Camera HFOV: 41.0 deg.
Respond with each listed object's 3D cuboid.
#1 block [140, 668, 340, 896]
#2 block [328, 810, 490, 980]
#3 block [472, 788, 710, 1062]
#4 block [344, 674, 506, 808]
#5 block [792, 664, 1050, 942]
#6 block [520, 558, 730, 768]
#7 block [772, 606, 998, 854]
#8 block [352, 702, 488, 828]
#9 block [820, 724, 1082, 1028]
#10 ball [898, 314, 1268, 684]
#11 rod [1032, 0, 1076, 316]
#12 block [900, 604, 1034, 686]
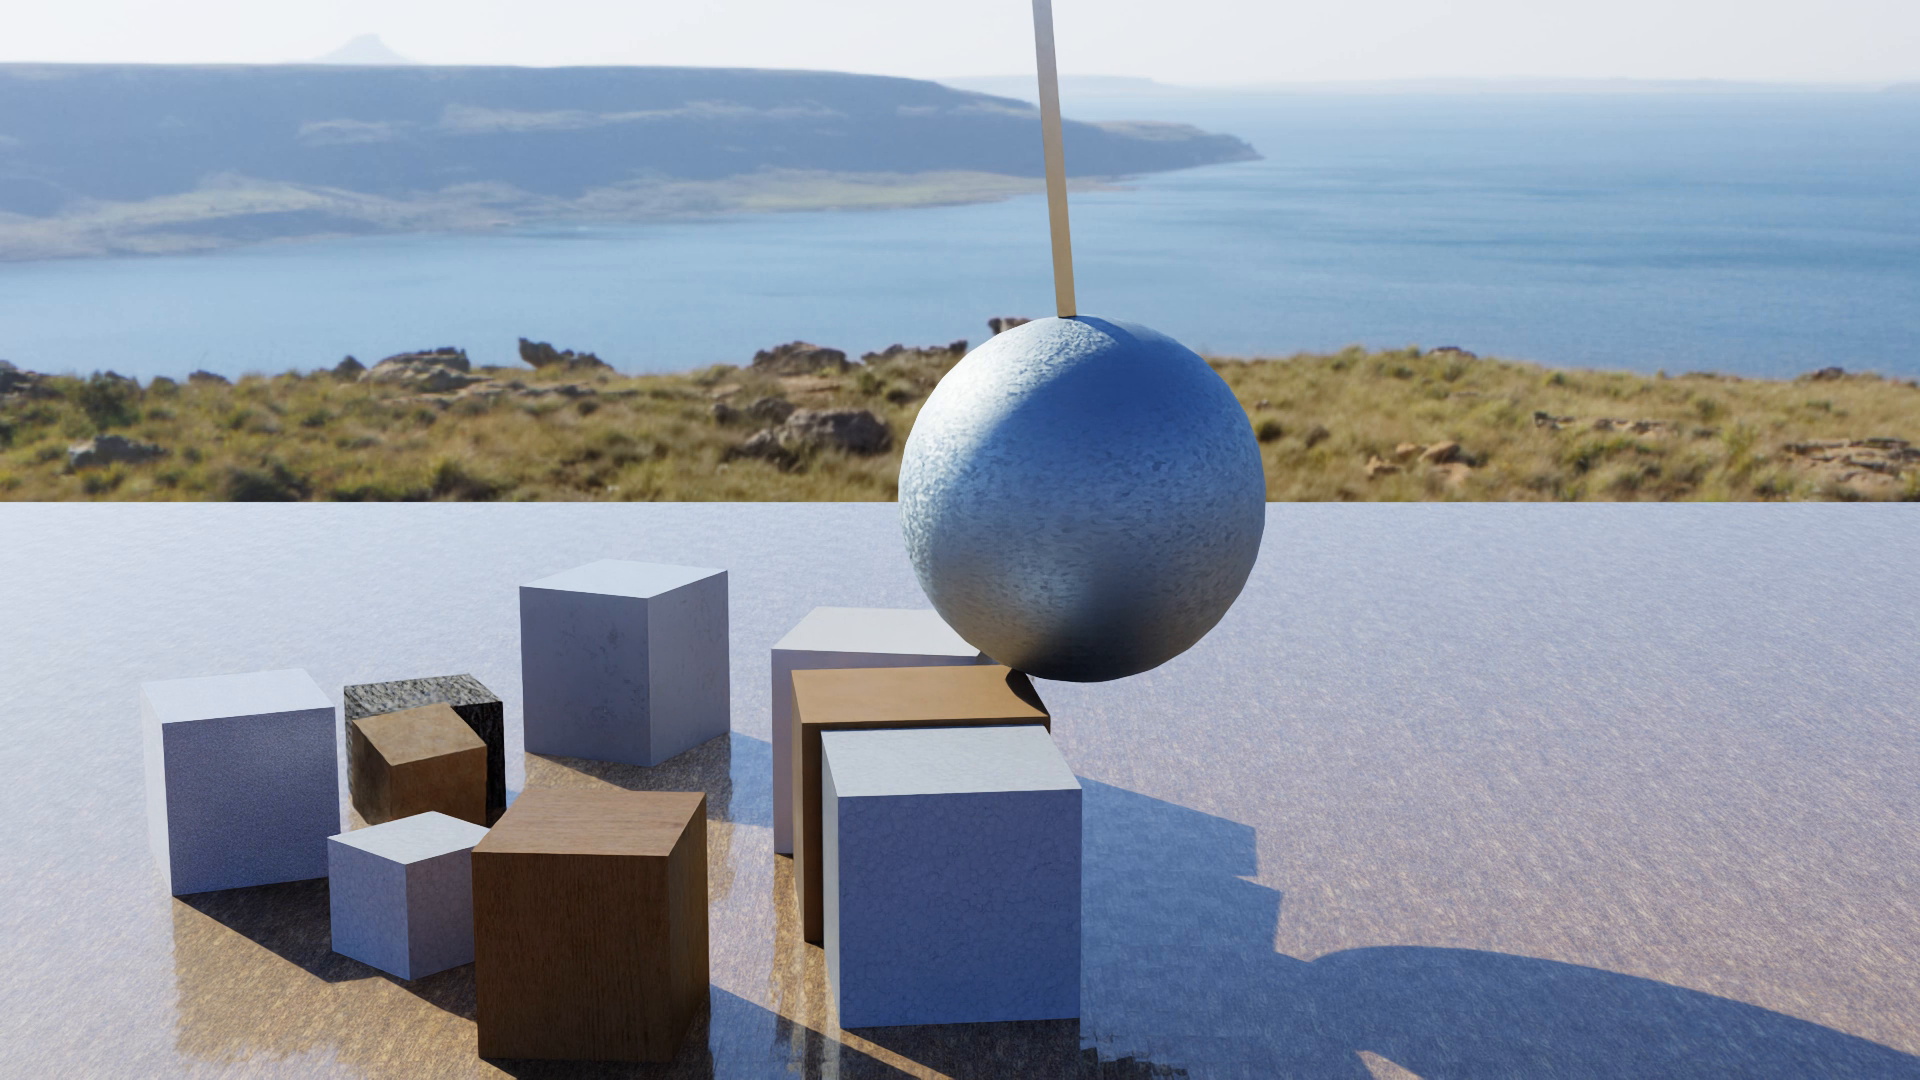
[{"bbox_3d":[-3.239,1.068,11.540,0.732,0.769,0.815,-5,11,-23],"label":"block"},{"bbox_3d":[-2.177,1.429,10.376,0.528,0.476,0.516,9,14,42],"label":"block"},{"bbox_3d":[-1.360,1.422,9.585,0.709,0.773,0.820,1,10,4],"label":"block"},{"bbox_3d":[-2.623,1.007,12.557,0.631,0.526,0.636,-5,11,-25],"label":"block"},{"bbox_3d":[-0.186,1.098,10.946,1.014,0.922,0.938,-1,10,-6],"label":"block"},{"bbox_3d":[-1.765,0.634,13.602,0.771,0.885,0.829,5,11,24],"label":"block"},{"bbox_3d":[-0.311,0.889,12.010,0.936,0.954,0.947,2,10,9],"label":"block"},{"bbox_3d":[-2.510,1.097,11.911,0.464,0.455,0.470,-10,28,-32],"label":"block"},{"bbox_3d":[-0.055,1.284,10.008,0.907,0.893,0.974,-1,10,-7],"label":"block"},{"bbox_3d":[0.529,-0.179,11.148,1.600,1.600,1.600,0,10,0],"label":"ball"},{"bbox_3d":[0.229,-3.512,10.542,0.080,5.200,0.080,-5,10,1],"label":"rod"},{"bbox_3d":[0.009,0.804,12.839,0.677,0.824,0.750,1,10,6],"label":"block"}]
